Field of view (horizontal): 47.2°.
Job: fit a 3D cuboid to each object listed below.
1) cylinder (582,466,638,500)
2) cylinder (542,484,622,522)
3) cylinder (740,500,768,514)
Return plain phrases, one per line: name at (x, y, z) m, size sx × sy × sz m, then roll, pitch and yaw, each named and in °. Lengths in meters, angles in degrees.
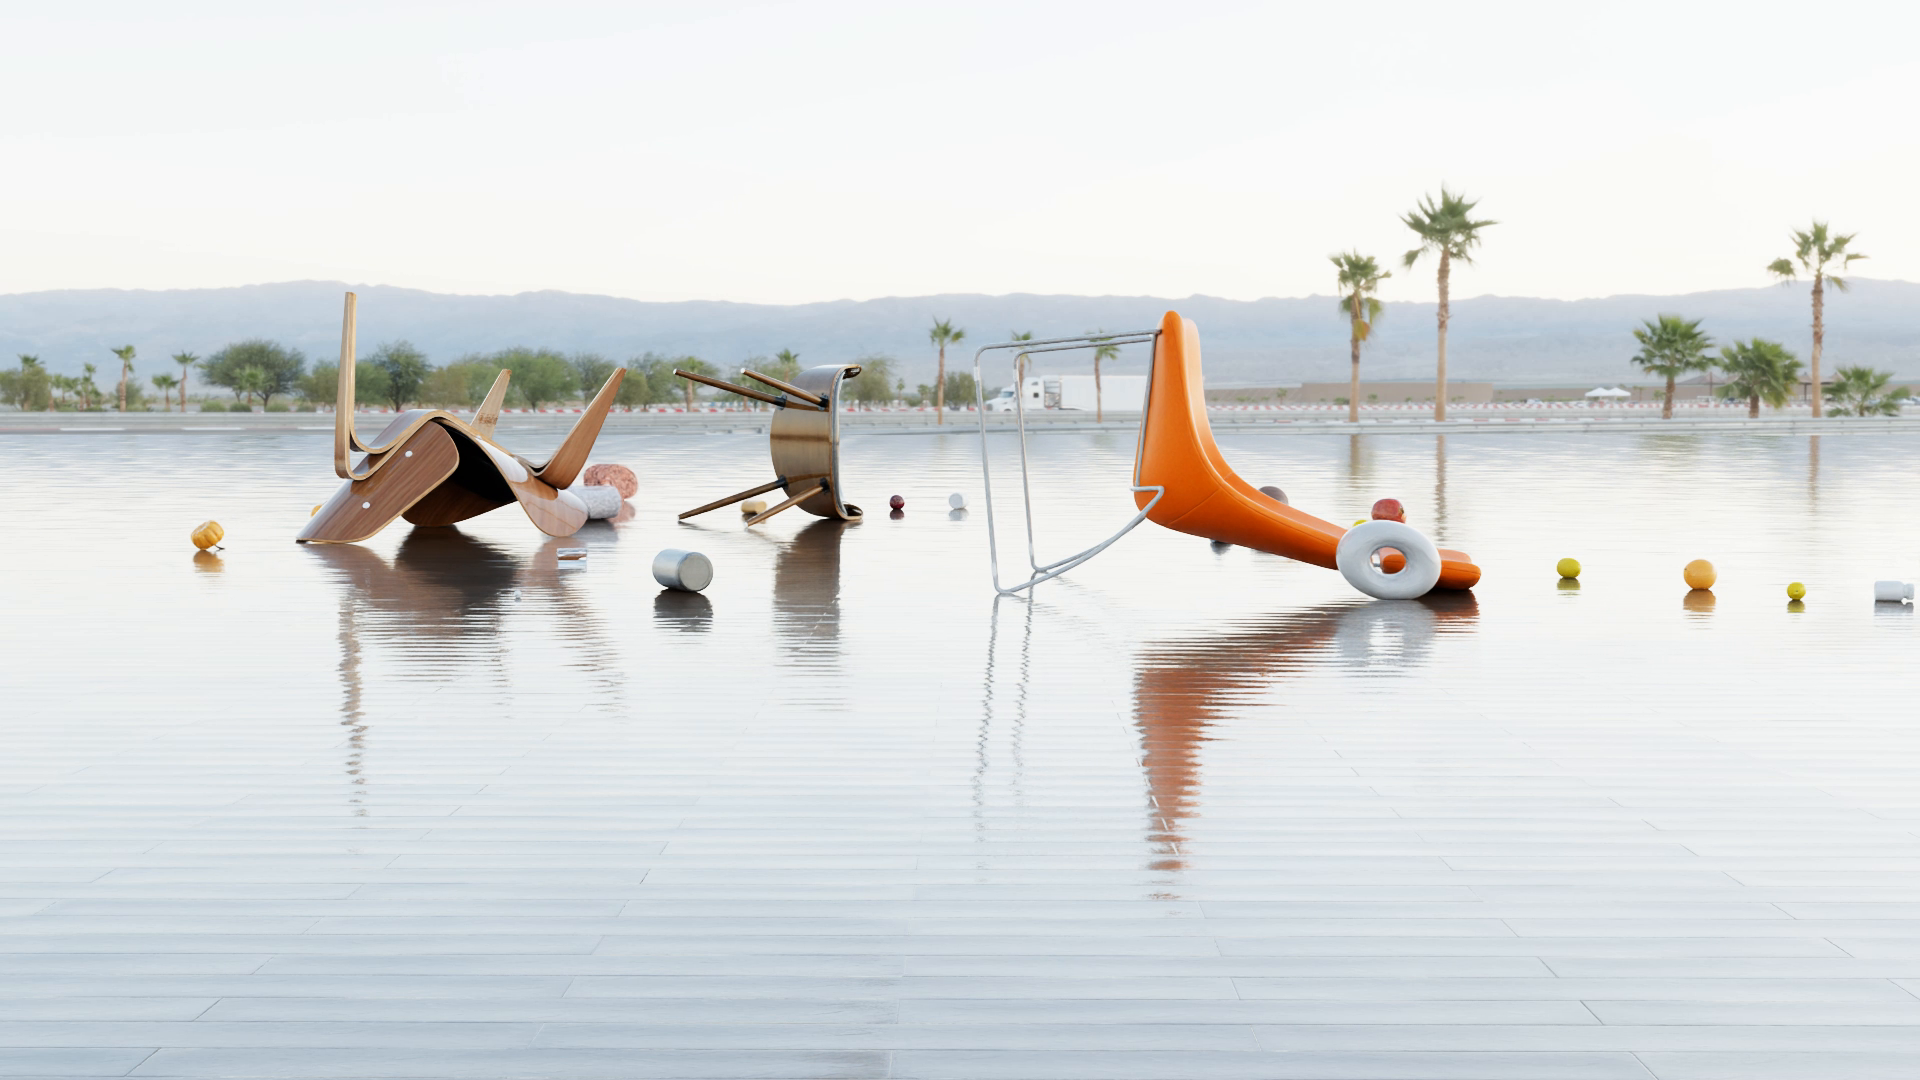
cylinder at (-1.415, -0.232, 8.907) m, size 0.122 × 0.137 × 0.191 m, roll 3°, pitch -9°, yaw 40°
cylinder at (-1.299, -0.128, 7.540) m, size 0.219 × 0.119 × 0.165 m, roll -3°, pitch 2°, yaw -39°
cylinder at (-0.744, -0.120, 7.934) m, size 0.075 × 0.047 × 0.061 m, roll 3°, pitch 18°, yaw 39°
